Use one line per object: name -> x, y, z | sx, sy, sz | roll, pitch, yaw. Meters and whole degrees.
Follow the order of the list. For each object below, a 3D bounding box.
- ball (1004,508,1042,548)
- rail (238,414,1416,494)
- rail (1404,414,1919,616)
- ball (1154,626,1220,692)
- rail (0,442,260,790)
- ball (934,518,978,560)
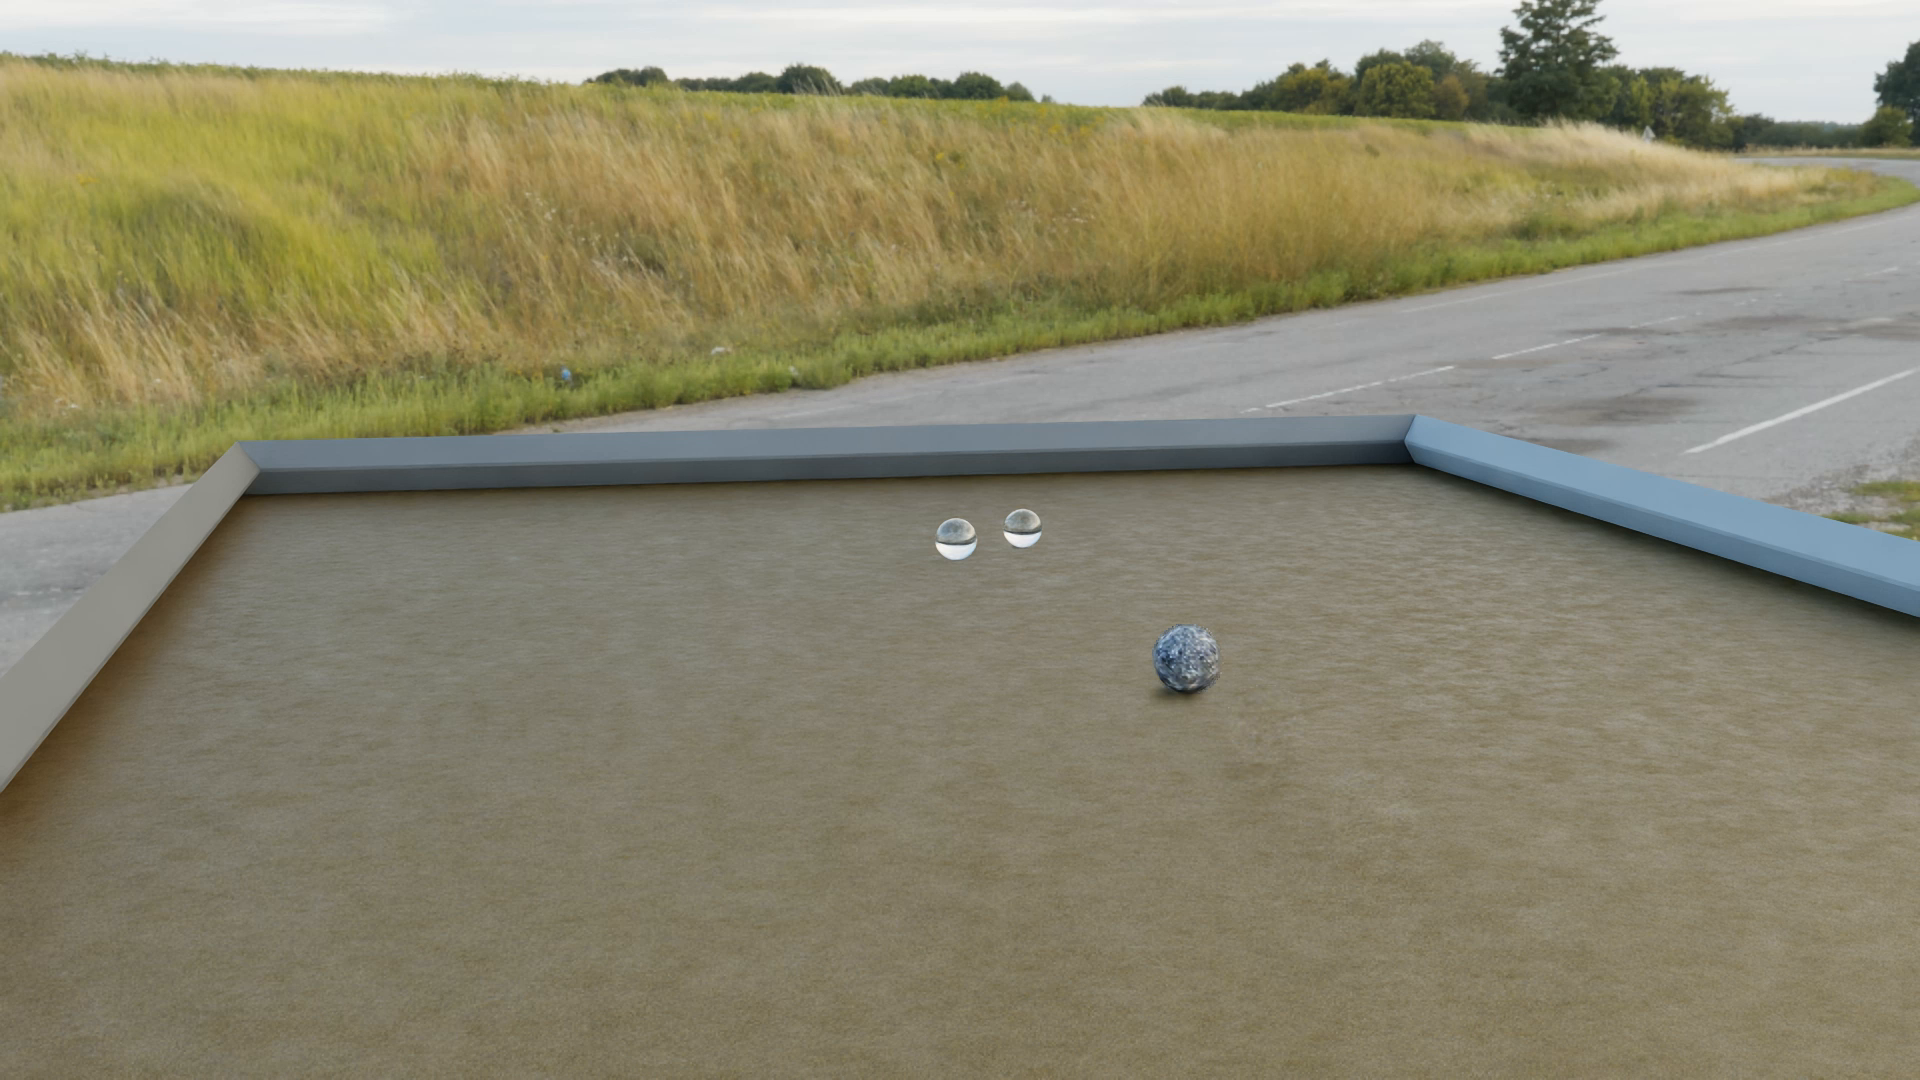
ball -> 0.100, -0.018, 3.497 | 0.062, 0.062, 0.062 | 0, 9, 0
rail -> -0.194, -0.169, 4.296 | 2.337, 0.099, 0.045 | -2, 9, -12
rail -> 1.319, 0.098, 2.666 | 0.045, 0.099, 3.898 | -2, 9, -12
ball -> 0.259, 0.136, 2.508 | 0.076, 0.076, 0.076 | 0, 9, 0
rail -> -0.922, 0.173, 2.205 | 0.045, 0.099, 3.898 | -2, 9, -12
ball -> -0.006, -0.001, 3.381 | 0.065, 0.065, 0.065 | 0, 9, 0
